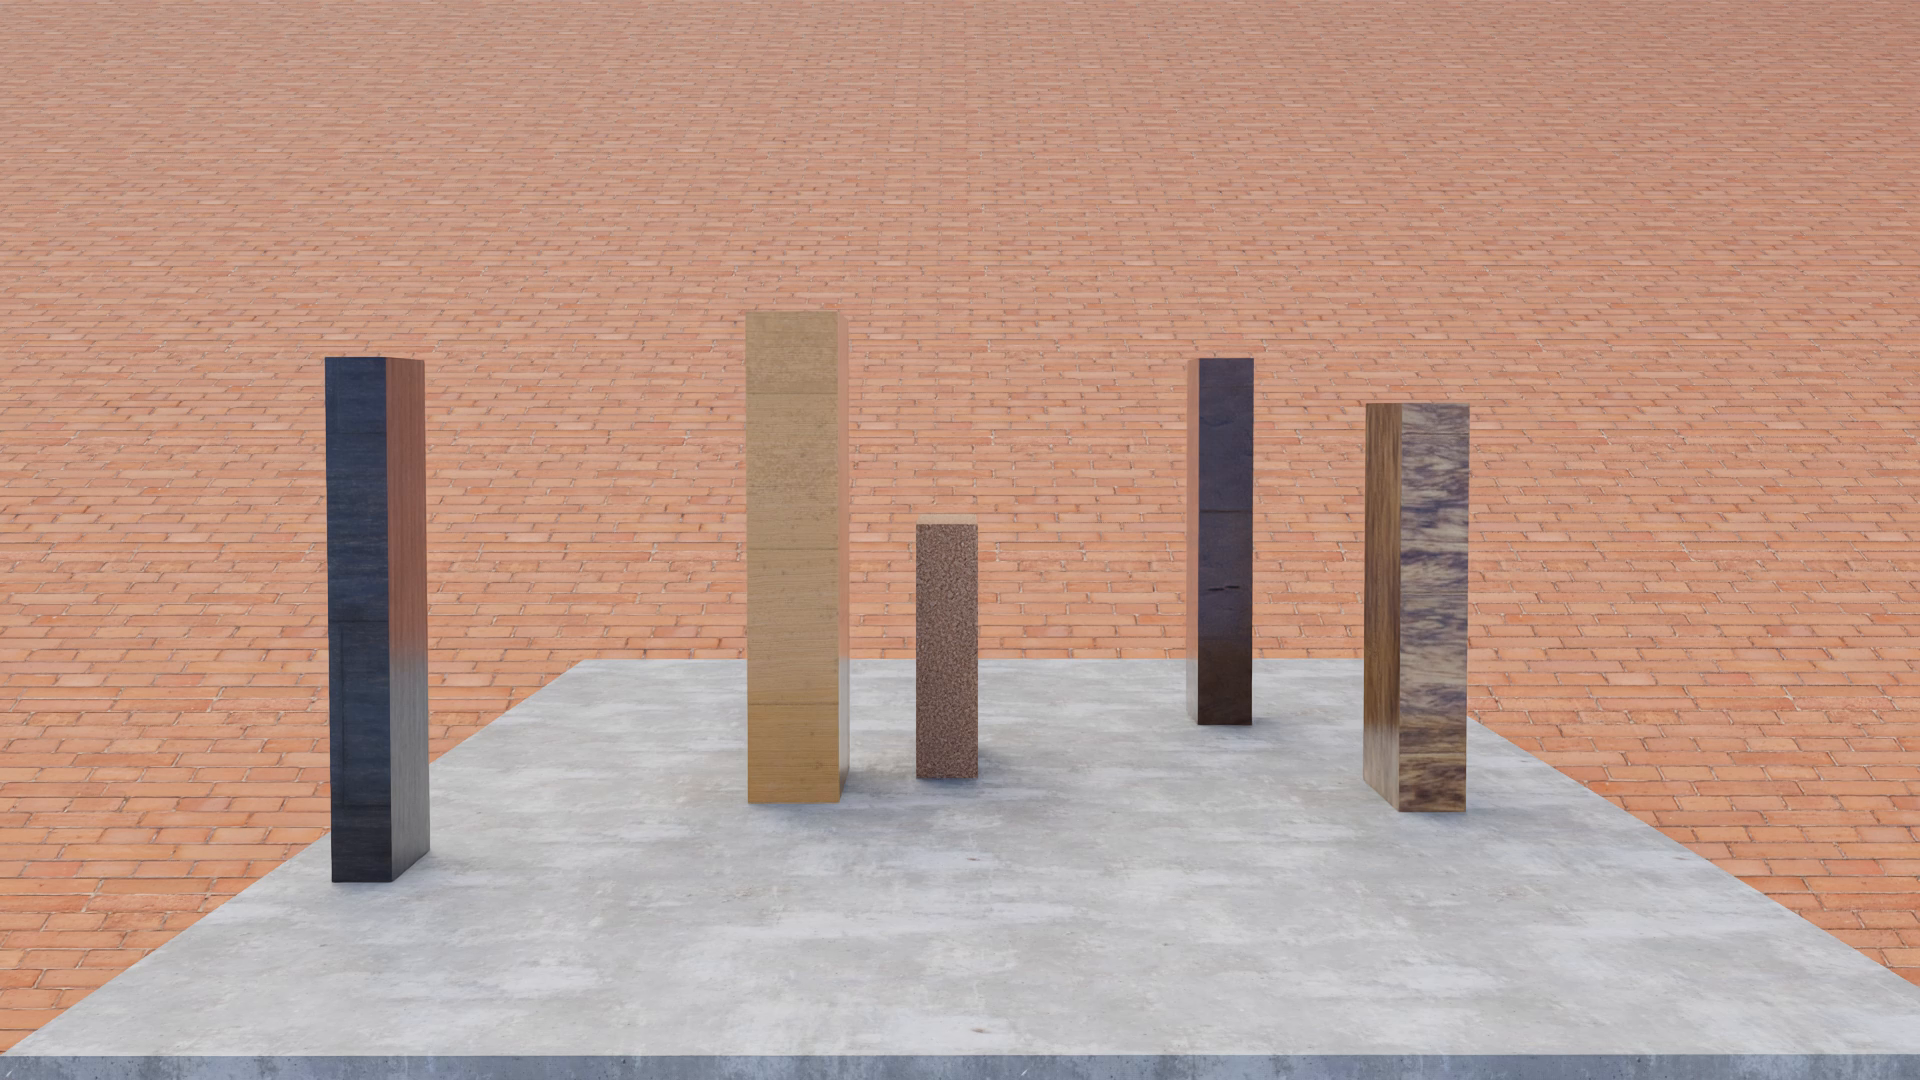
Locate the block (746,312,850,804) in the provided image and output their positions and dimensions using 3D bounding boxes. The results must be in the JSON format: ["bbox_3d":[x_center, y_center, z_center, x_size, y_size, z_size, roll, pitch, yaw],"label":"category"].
[{"bbox_3d":[-0.269,0.019,4.341,0.147,0.791,0.426,0,3,0],"label":"block"}]

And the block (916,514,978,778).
[{"bbox_3d":[-0.023,0.181,4.619,0.107,0.438,0.410,0,3,0],"label":"block"}]

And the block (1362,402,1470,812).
[{"bbox_3d":[0.744,0.098,4.214,0.106,0.644,0.356,0,3,0],"label":"block"}]

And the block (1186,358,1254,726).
[{"bbox_3d":[0.531,-0.002,5.275,0.109,0.735,0.263,0,3,0],"label":"block"}]

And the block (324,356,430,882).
[{"bbox_3d":[-0.805,0.102,3.564,0.081,0.705,0.251,0,3,0],"label":"block"}]

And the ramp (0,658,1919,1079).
[{"bbox_3d":[0.050,0.455,4.532,2.000,0.100,4.000,0,3,0],"label":"ramp"}]
